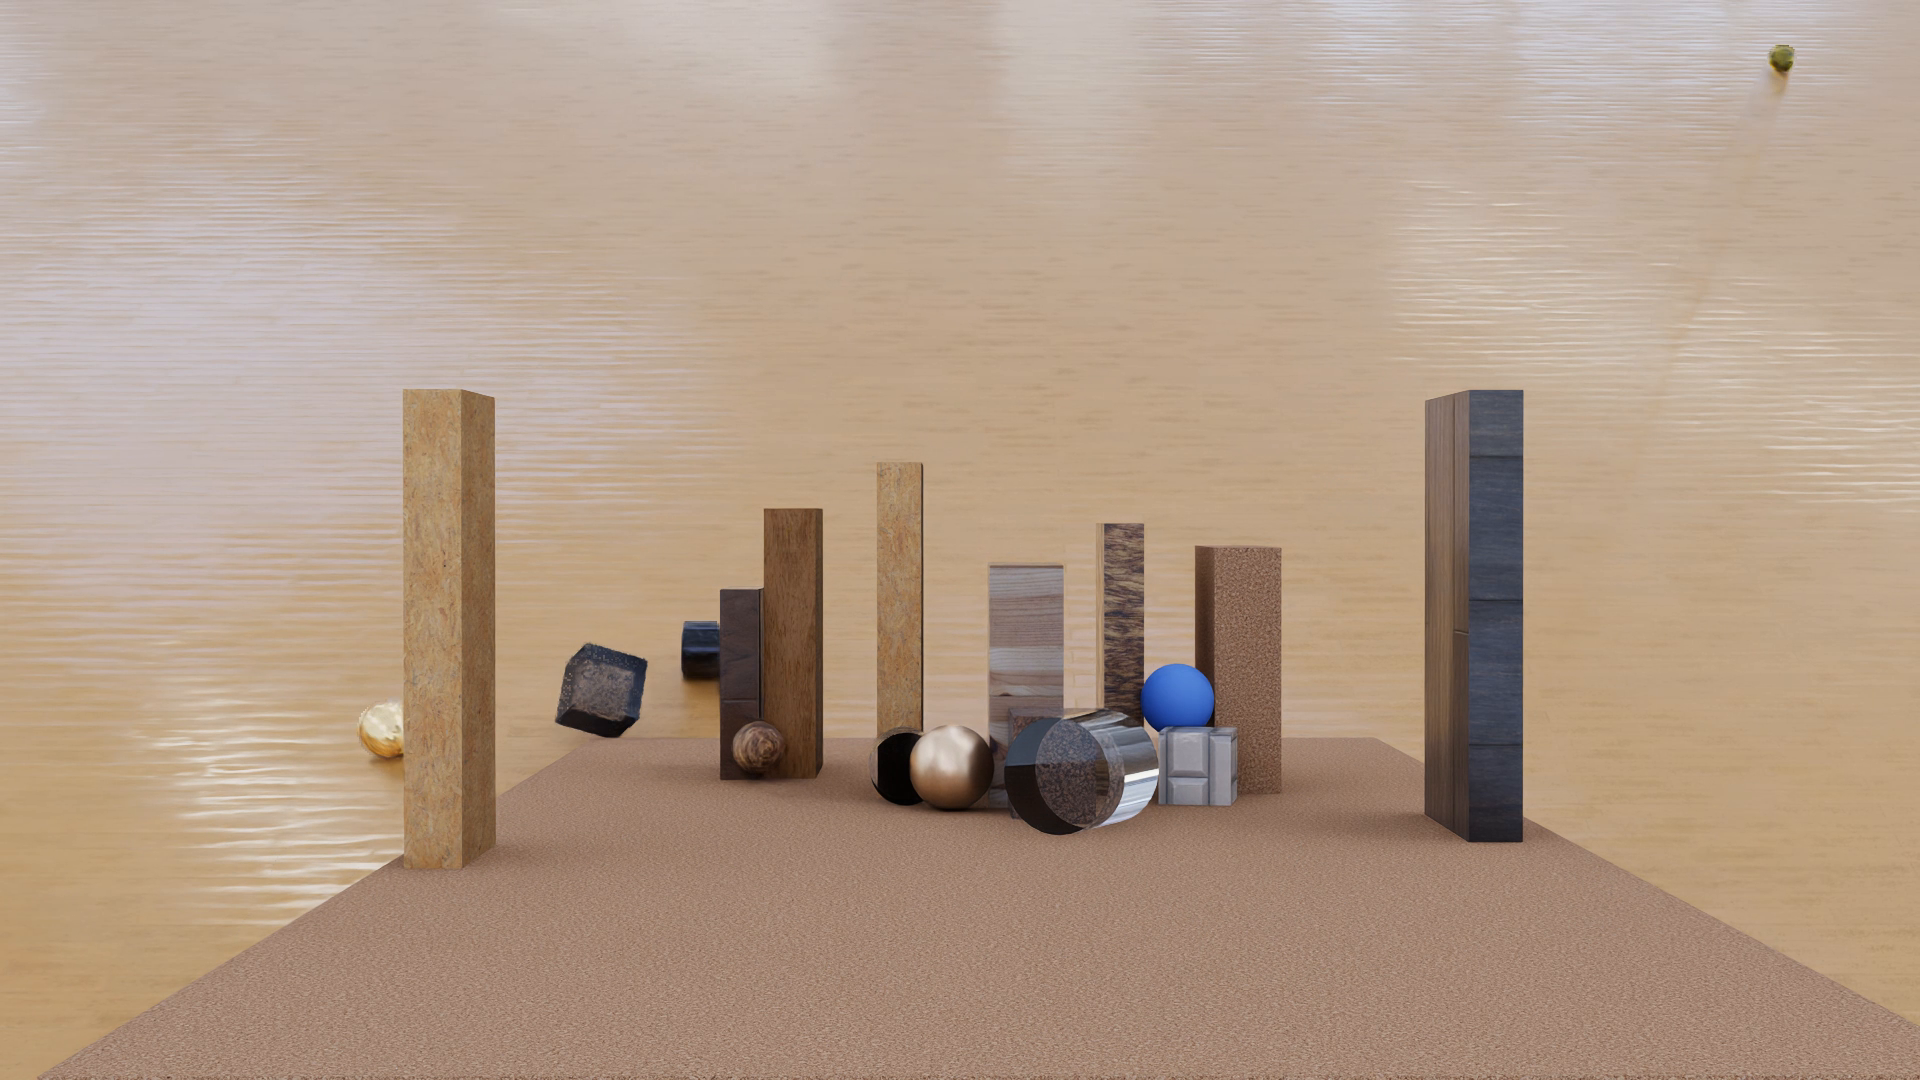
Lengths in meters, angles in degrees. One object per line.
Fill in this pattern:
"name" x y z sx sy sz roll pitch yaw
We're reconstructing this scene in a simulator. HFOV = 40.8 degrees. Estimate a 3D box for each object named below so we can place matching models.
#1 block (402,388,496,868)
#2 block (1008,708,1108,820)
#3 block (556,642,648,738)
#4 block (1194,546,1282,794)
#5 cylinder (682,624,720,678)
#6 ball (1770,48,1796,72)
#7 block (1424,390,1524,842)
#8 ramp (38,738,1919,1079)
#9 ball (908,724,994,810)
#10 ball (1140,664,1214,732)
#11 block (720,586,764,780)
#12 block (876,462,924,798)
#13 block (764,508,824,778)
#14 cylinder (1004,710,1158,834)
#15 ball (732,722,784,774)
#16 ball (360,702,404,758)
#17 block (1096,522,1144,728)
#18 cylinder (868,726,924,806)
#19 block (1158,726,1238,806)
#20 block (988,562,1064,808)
"block" -0.849 0.142 4.311 0.094 0.772 0.304 0 1 0
"block" 0.193 0.425 4.927 0.194 0.194 0.194 0 1 -2
"block" -0.931 0.394 6.711 0.168 0.168 0.168 18 60 -21
"block" 0.587 0.265 5.492 0.136 0.502 0.439 0 1 0
"cylinder" -0.675 0.300 7.027 0.147 0.147 0.147 0 28 1
"ball" 3.689 -2.155 11.597 0.111 0.111 0.111 0 28 0
"block" 0.930 0.130 4.698 0.094 0.786 0.425 0 1 0
"ramp" 0.064 0.574 4.618 2.000 0.100 4.000 0 1 0
"ball" -0.017 0.438 4.986 0.165 0.165 0.165 0 28 0
"ball" 0.444 0.328 5.279 0.151 0.151 0.151 0 28 0
"block" -0.475 0.310 5.694 0.082 0.410 0.279 0 1 0
"block" -0.123 0.180 5.368 0.090 0.676 0.324 0 1 0
"block" -0.368 0.222 5.739 0.112 0.584 0.310 0 1 0
"cylinder" 0.221 0.419 4.687 0.210 0.210 0.210 16 8 28
"ball" -0.429 0.442 5.500 0.111 0.111 0.111 0 28 0
"ball" -1.478 0.491 6.681 0.143 0.143 0.143 0 28 0
"block" 0.338 0.240 5.476 0.082 0.552 0.318 0 1 0
"cylinder" -0.109 0.448 5.135 0.143 0.143 0.143 -2 1 -3
"block" 0.474 0.448 5.143 0.142 0.142 0.142 0 1 11
"block" 0.129 0.283 5.208 0.144 0.472 0.373 0 1 0
